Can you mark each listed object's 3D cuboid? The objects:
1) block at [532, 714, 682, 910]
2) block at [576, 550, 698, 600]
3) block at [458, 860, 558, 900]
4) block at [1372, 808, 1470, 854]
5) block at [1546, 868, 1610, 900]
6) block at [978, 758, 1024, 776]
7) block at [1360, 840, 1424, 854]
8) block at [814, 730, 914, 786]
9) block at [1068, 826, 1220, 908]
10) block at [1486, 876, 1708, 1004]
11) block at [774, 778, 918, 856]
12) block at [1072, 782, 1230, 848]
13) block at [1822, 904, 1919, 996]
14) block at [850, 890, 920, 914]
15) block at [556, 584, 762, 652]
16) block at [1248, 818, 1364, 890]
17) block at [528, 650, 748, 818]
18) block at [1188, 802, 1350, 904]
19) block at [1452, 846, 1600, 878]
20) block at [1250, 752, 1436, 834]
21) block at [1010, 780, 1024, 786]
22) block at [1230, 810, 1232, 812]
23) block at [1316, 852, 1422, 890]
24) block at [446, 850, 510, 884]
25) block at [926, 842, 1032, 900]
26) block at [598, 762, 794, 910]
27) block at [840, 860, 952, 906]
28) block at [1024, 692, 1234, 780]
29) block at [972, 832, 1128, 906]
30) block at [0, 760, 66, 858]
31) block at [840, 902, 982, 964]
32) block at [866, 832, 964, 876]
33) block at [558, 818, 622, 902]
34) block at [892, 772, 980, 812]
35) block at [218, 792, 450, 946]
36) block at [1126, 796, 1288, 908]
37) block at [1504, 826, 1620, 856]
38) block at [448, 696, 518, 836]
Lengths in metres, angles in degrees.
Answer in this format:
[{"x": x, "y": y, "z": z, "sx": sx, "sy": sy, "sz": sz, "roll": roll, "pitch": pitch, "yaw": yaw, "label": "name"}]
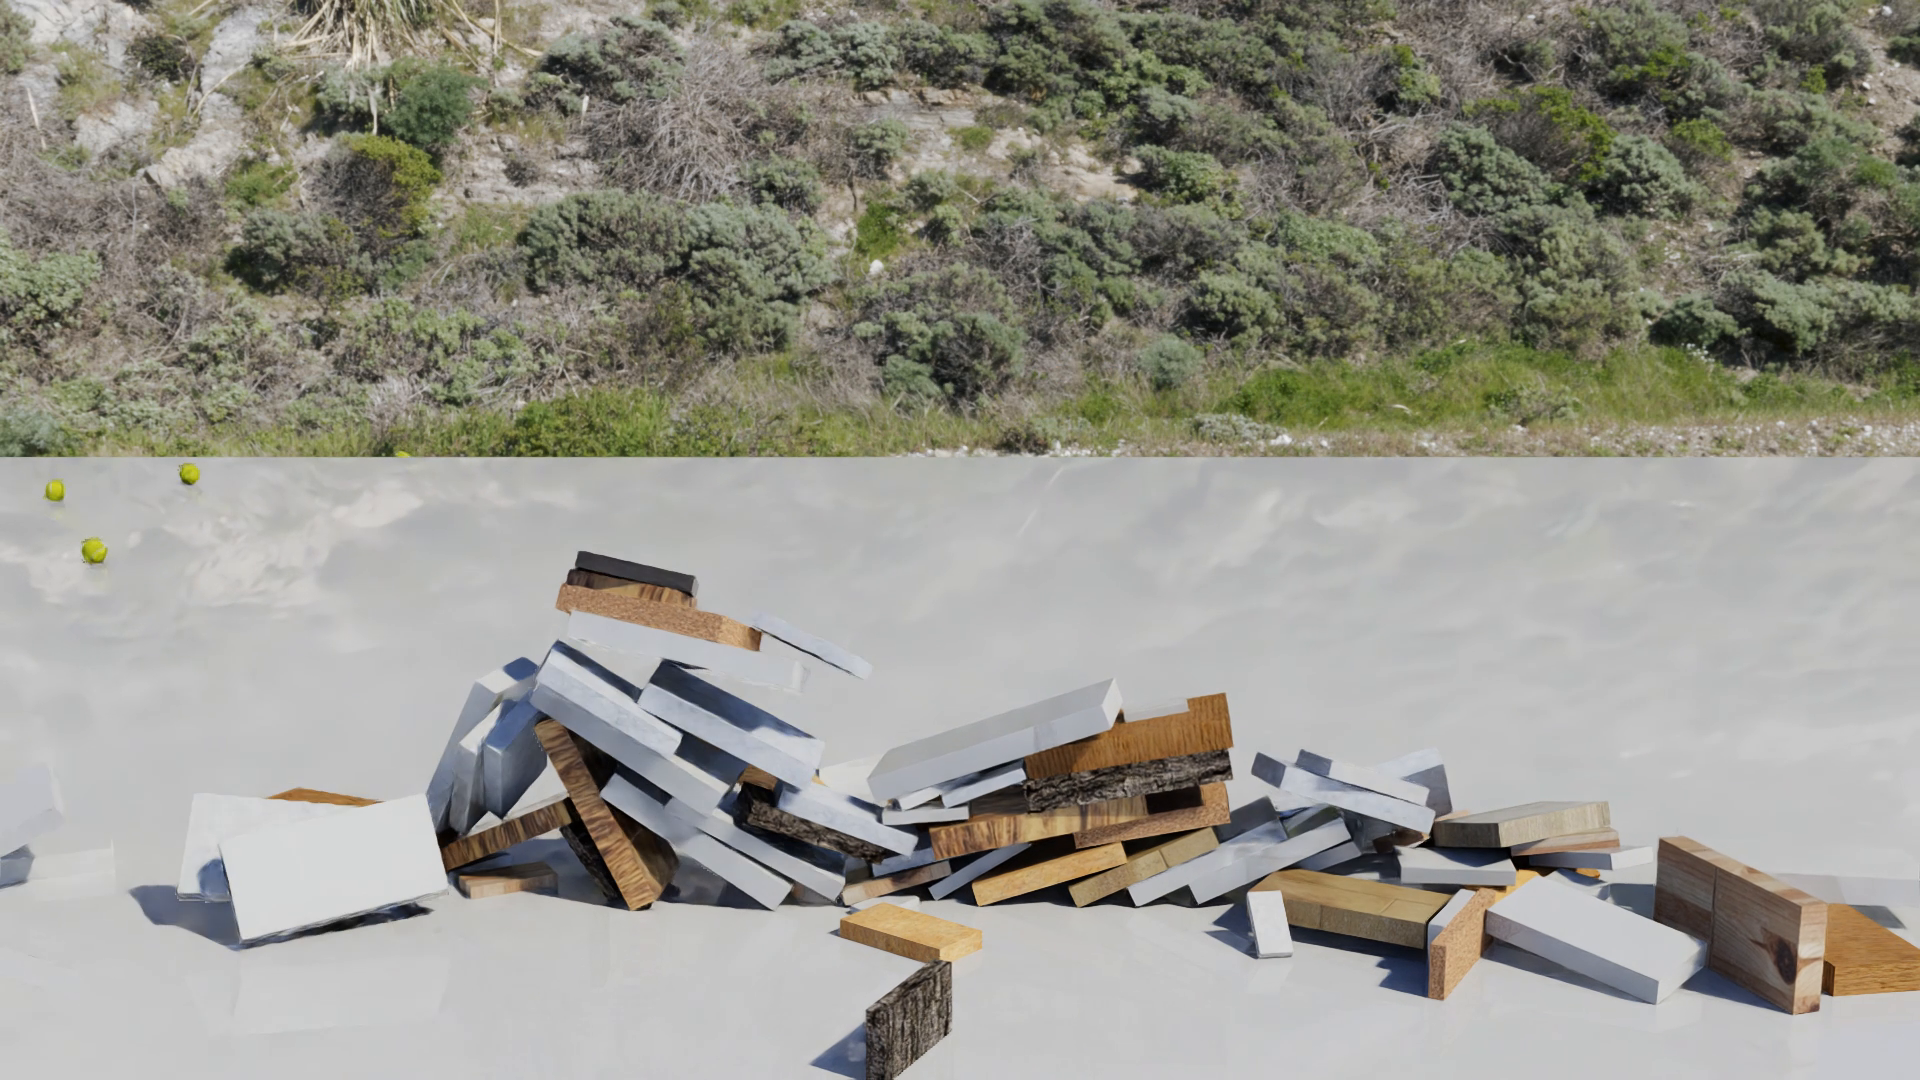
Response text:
[{"x": -0.582, "y": 0.427, "z": 3.645, "sx": 0.049, "sy": 0.343, "sz": 0.171, "roll": -25, "pitch": 7, "yaw": 10, "label": "block"}, {"x": -0.526, "y": 0.058, "z": 3.589, "sx": 0.192, "sy": 0.027, "sz": 0.096, "roll": 13, "pitch": -9, "yaw": -1, "label": "block"}, {"x": -0.761, "y": 0.573, "z": 3.705, "sx": 0.148, "sy": 0.021, "sz": 0.074, "roll": -6, "pitch": 12, "yaw": -28, "label": "block"}, {"x": 0.780, "y": 0.491, "z": 3.706, "sx": 0.092, "sy": 0.026, "sz": 0.184, "roll": -26, "pitch": -13, "yaw": 36, "label": "block"}, {"x": 0.945, "y": 0.578, "z": 3.502, "sx": 0.182, "sy": 0.026, "sz": 0.091, "roll": -20, "pitch": 23, "yaw": -39, "label": "block"}, {"x": 0.046, "y": 0.393, "z": 3.865, "sx": 0.301, "sy": 0.043, "sz": 0.151, "roll": -18, "pitch": -18, "yaw": 24, "label": "block"}, {"x": 0.777, "y": 0.540, "z": 3.866, "sx": 0.184, "sy": 0.026, "sz": 0.092, "roll": 1, "pitch": 11, "yaw": 7, "label": "block"}, {"x": -0.222, "y": 0.436, "z": 4.394, "sx": 0.266, "sy": 0.038, "sz": 0.133, "roll": -10, "pitch": 14, "yaw": -42, "label": "block"}, {"x": 0.303, "y": 0.522, "z": 3.643, "sx": 0.255, "sy": 0.036, "sz": 0.127, "roll": -25, "pitch": 8, "yaw": 8, "label": "block"}, {"x": 0.963, "y": 0.603, "z": 3.335, "sx": 0.144, "sy": 0.041, "sz": 0.288, "roll": -21, "pitch": 29, "yaw": -41, "label": "block"}, {"x": -0.188, "y": 0.449, "z": 3.612, "sx": 0.236, "sy": 0.033, "sz": 0.118, "roll": 21, "pitch": 6, "yaw": -9, "label": "block"}, {"x": 0.316, "y": 0.452, "z": 3.636, "sx": 0.255, "sy": 0.036, "sz": 0.127, "roll": -11, "pitch": 10, "yaw": 7, "label": "block"}, {"x": 1.337, "y": 0.616, "z": 3.400, "sx": 0.163, "sy": 0.046, "sz": 0.327, "roll": -2, "pitch": 11, "yaw": -9, "label": "block"}, {"x": -0.122, "y": 0.597, "z": 3.589, "sx": 0.053, "sy": 0.015, "sz": 0.106, "roll": 10, "pitch": 14, "yaw": 43, "label": "block"}, {"x": -0.488, "y": 0.131, "z": 3.572, "sx": 0.300, "sy": 0.042, "sz": 0.150, "roll": 10, "pitch": -9, "yaw": 22, "label": "block"}, {"x": 0.573, "y": 0.524, "z": 3.649, "sx": 0.194, "sy": 0.028, "sz": 0.097, "roll": -23, "pitch": 9, "yaw": 20, "label": "block"}, {"x": -0.519, "y": 0.314, "z": 3.586, "sx": 0.343, "sy": 0.049, "sz": 0.171, "roll": 33, "pitch": 16, "yaw": 1, "label": "block"}, {"x": 0.510, "y": 0.513, "z": 3.636, "sx": 0.271, "sy": 0.038, "sz": 0.135, "roll": -25, "pitch": 3, "yaw": 9, "label": "block"}, {"x": 0.945, "y": 0.544, "z": 3.680, "sx": 0.228, "sy": 0.032, "sz": 0.114, "roll": -5, "pitch": 43, "yaw": -24, "label": "block"}, {"x": 0.624, "y": 0.412, "z": 3.590, "sx": 0.271, "sy": 0.038, "sz": 0.135, "roll": 18, "pitch": 0, "yaw": -13, "label": "block"}, {"x": 0.049, "y": 0.488, "z": 3.836, "sx": 0.278, "sy": 0.139, "sz": 0.039, "roll": -2, "pitch": 10, "yaw": -13, "label": "block"}, {"x": 0.369, "y": 0.512, "z": 3.994, "sx": 0.247, "sy": 0.035, "sz": 0.123, "roll": -3, "pitch": 11, "yaw": -14, "label": "block"}, {"x": 0.649, "y": 0.559, "z": 3.651, "sx": 0.228, "sy": 0.032, "sz": 0.114, "roll": -6, "pitch": 12, "yaw": 11, "label": "block"}, {"x": -0.855, "y": 0.559, "z": 3.776, "sx": 0.074, "sy": 0.021, "sz": 0.148, "roll": 9, "pitch": 14, "yaw": 40, "label": "block"}, {"x": 0.028, "y": 0.532, "z": 3.675, "sx": 0.183, "sy": 0.026, "sz": 0.091, "roll": -30, "pitch": 12, "yaw": 0, "label": "block"}, {"x": -0.424, "y": 0.465, "z": 3.639, "sx": 0.343, "sy": 0.049, "sz": 0.171, "roll": 35, "pitch": 15, "yaw": -7, "label": "block"}, {"x": -0.112, "y": 0.557, "z": 3.655, "sx": 0.183, "sy": 0.026, "sz": 0.091, "roll": -15, "pitch": 10, "yaw": -9, "label": "block"}, {"x": 0.278, "y": 0.322, "z": 3.619, "sx": 0.334, "sy": 0.047, "sz": 0.167, "roll": -10, "pitch": 10, "yaw": 7, "label": "block"}, {"x": 0.149, "y": 0.535, "z": 3.654, "sx": 0.255, "sy": 0.036, "sz": 0.127, "roll": -17, "pitch": 9, "yaw": 5, "label": "block"}, {"x": -1.629, "y": 0.485, "z": 3.645, "sx": 0.283, "sy": 0.040, "sz": 0.141, "roll": -28, "pitch": 36, "yaw": -10, "label": "block"}, {"x": -0.077, "y": 0.617, "z": 3.445, "sx": 0.205, "sy": 0.029, "sz": 0.103, "roll": 9, "pitch": 14, "yaw": 39, "label": "block"}, {"x": -0.064, "y": 0.515, "z": 3.666, "sx": 0.183, "sy": 0.026, "sz": 0.091, "roll": -13, "pitch": 10, "yaw": -10, "label": "block"}, {"x": -0.599, "y": 0.527, "z": 3.666, "sx": 0.021, "sy": 0.148, "sz": 0.074, "roll": -41, "pitch": -9, "yaw": 26, "label": "block"}, {"x": -0.042, "y": 0.403, "z": 3.607, "sx": 0.139, "sy": 0.020, "sz": 0.070, "roll": -22, "pitch": 9, "yaw": -13, "label": "block"}, {"x": -0.996, "y": 0.522, "z": 3.502, "sx": 0.324, "sy": 0.162, "sz": 0.046, "roll": -11, "pitch": -16, "yaw": -25, "label": "block"}, {"x": 0.404, "y": 0.515, "z": 3.648, "sx": 0.271, "sy": 0.038, "sz": 0.135, "roll": -26, "pitch": 8, "yaw": 5, "label": "block"}, {"x": 0.989, "y": 0.496, "z": 3.621, "sx": 0.174, "sy": 0.025, "sz": 0.087, "roll": -6, "pitch": -2, "yaw": 6, "label": "block"}, {"x": -0.791, "y": 0.379, "z": 3.667, "sx": 0.035, "sy": 0.246, "sz": 0.123, "roll": 32, "pitch": 48, "yaw": 10, "label": "block"}]
